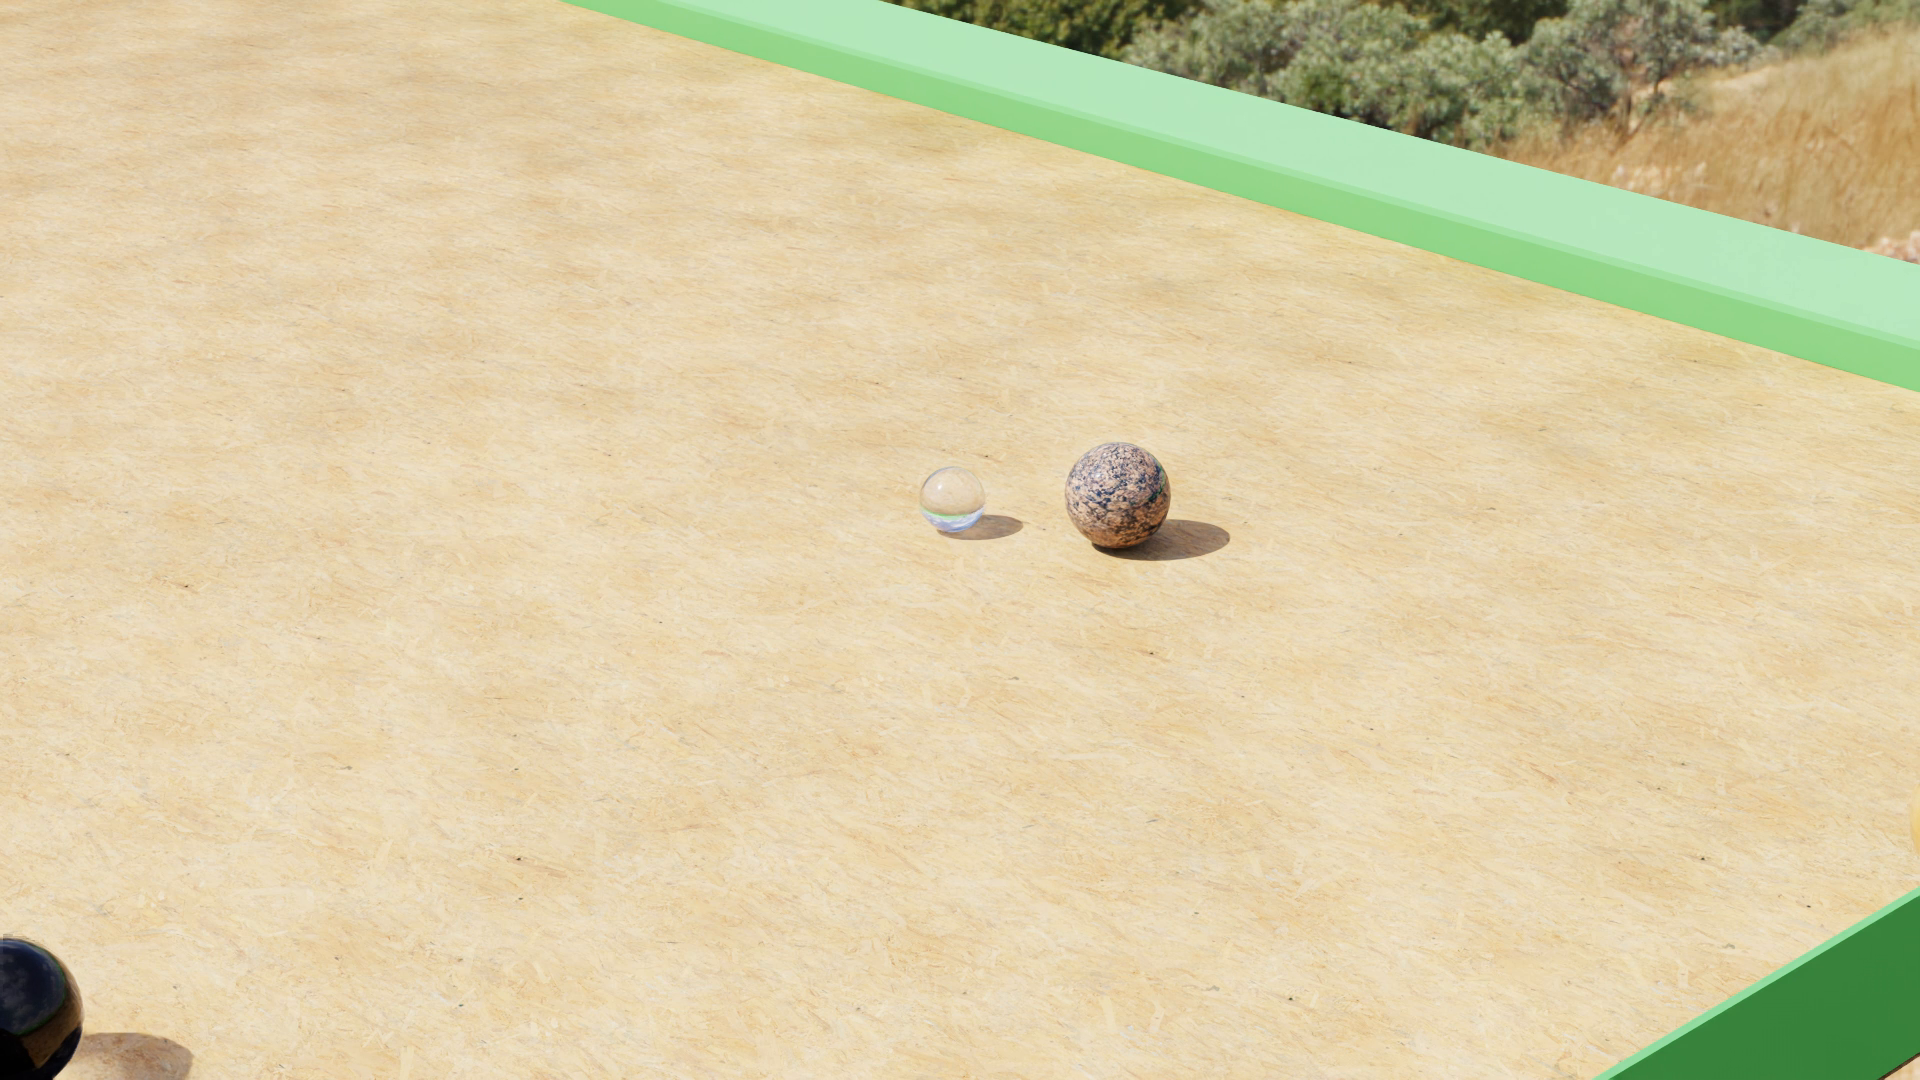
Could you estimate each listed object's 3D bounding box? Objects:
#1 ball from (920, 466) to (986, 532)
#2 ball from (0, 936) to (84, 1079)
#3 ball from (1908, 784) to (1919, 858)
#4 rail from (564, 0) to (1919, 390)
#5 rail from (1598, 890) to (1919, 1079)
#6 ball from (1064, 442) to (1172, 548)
[{"bbox_3d":[-0.007,-0.035,2.508,0.057,0.057,0.057,0,23,0],"label":"ball"},{"bbox_3d":[-0.558,0.278,1.711,0.094,0.094,0.094,0,23,0],"label":"ball"},{"bbox_3d":[0.672,0.186,1.933,0.094,0.094,0.094,0,23,0],"label":"ball"},{"bbox_3d":[0.133,-0.536,3.621,0.045,0.122,3.654,-19,29,-37],"label":"rail"},{"bbox_3d":[0.587,0.235,1.775,2.004,0.122,0.045,-19,29,-37],"label":"rail"},{"bbox_3d":[0.132,-0.038,2.472,0.090,0.090,0.090,0,23,0],"label":"ball"}]
